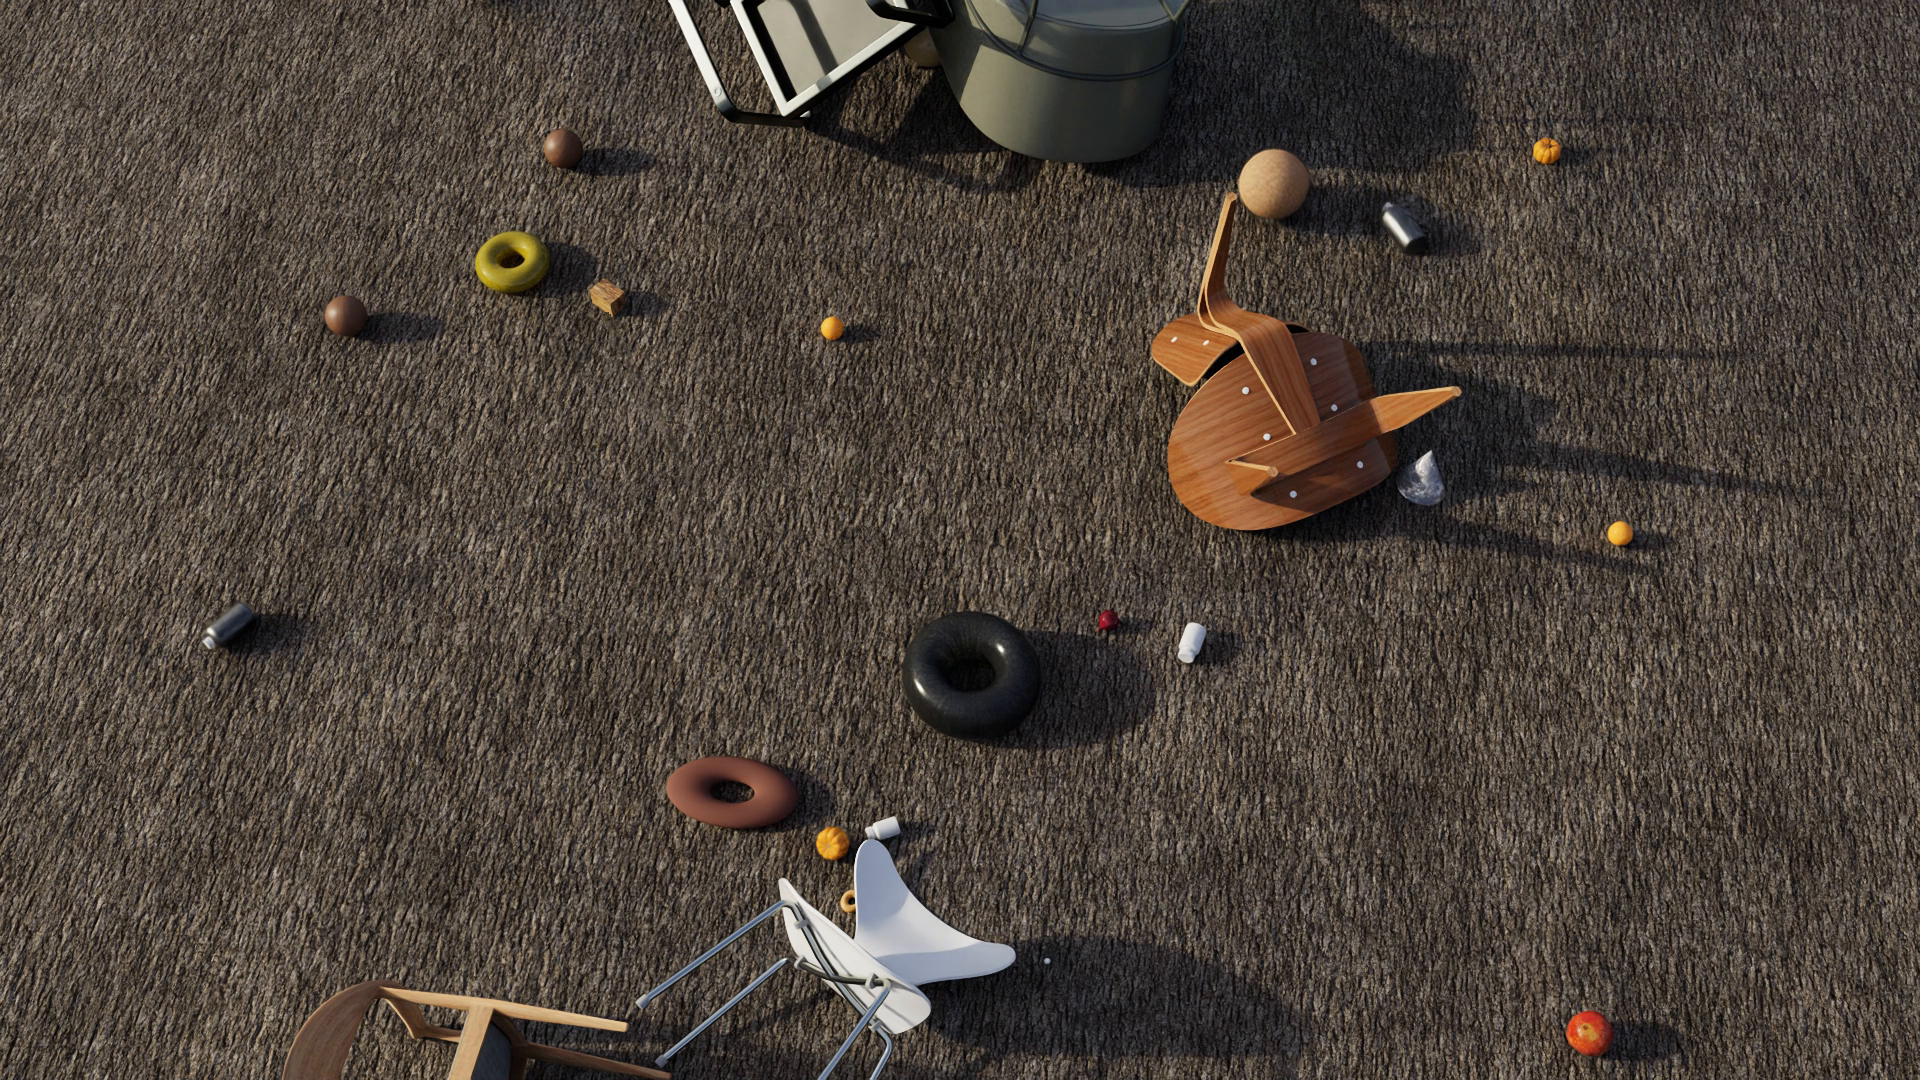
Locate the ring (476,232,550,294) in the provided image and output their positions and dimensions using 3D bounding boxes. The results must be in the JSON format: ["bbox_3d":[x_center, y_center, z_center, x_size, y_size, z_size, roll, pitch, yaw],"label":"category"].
[{"bbox_3d":[-1.452,-0.902,7.132,0.240,0.080,0.242,-3,55,-1],"label":"ring"}]

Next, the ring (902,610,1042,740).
[{"bbox_3d":[0.033,0.382,6.221,0.402,0.165,0.387,36,65,23],"label":"ring"}]

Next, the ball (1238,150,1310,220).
[{"bbox_3d":[1.031,-1.168,7.220,0.228,0.228,0.228,0,56,0],"label":"ball"}]

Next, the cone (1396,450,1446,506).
[{"bbox_3d":[1.401,-0.216,6.607,0.157,0.185,0.133,37,64,22],"label":"cone"}]

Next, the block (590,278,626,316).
[{"bbox_3d":[-1.129,-0.778,7.058,0.092,0.063,0.064,35,63,21],"label":"block"}]

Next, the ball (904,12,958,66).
[{"bbox_3d":[-0.104,-1.737,7.626,0.188,0.188,0.188,0,56,0],"label":"ball"}]

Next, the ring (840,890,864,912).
[{"bbox_3d":[-0.289,0.971,5.910,0.061,0.021,0.068,28,61,19],"label":"ring"}]

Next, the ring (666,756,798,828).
[{"bbox_3d":[-0.628,0.696,6.072,0.370,0.059,0.217,7,56,4],"label":"ring"}]
